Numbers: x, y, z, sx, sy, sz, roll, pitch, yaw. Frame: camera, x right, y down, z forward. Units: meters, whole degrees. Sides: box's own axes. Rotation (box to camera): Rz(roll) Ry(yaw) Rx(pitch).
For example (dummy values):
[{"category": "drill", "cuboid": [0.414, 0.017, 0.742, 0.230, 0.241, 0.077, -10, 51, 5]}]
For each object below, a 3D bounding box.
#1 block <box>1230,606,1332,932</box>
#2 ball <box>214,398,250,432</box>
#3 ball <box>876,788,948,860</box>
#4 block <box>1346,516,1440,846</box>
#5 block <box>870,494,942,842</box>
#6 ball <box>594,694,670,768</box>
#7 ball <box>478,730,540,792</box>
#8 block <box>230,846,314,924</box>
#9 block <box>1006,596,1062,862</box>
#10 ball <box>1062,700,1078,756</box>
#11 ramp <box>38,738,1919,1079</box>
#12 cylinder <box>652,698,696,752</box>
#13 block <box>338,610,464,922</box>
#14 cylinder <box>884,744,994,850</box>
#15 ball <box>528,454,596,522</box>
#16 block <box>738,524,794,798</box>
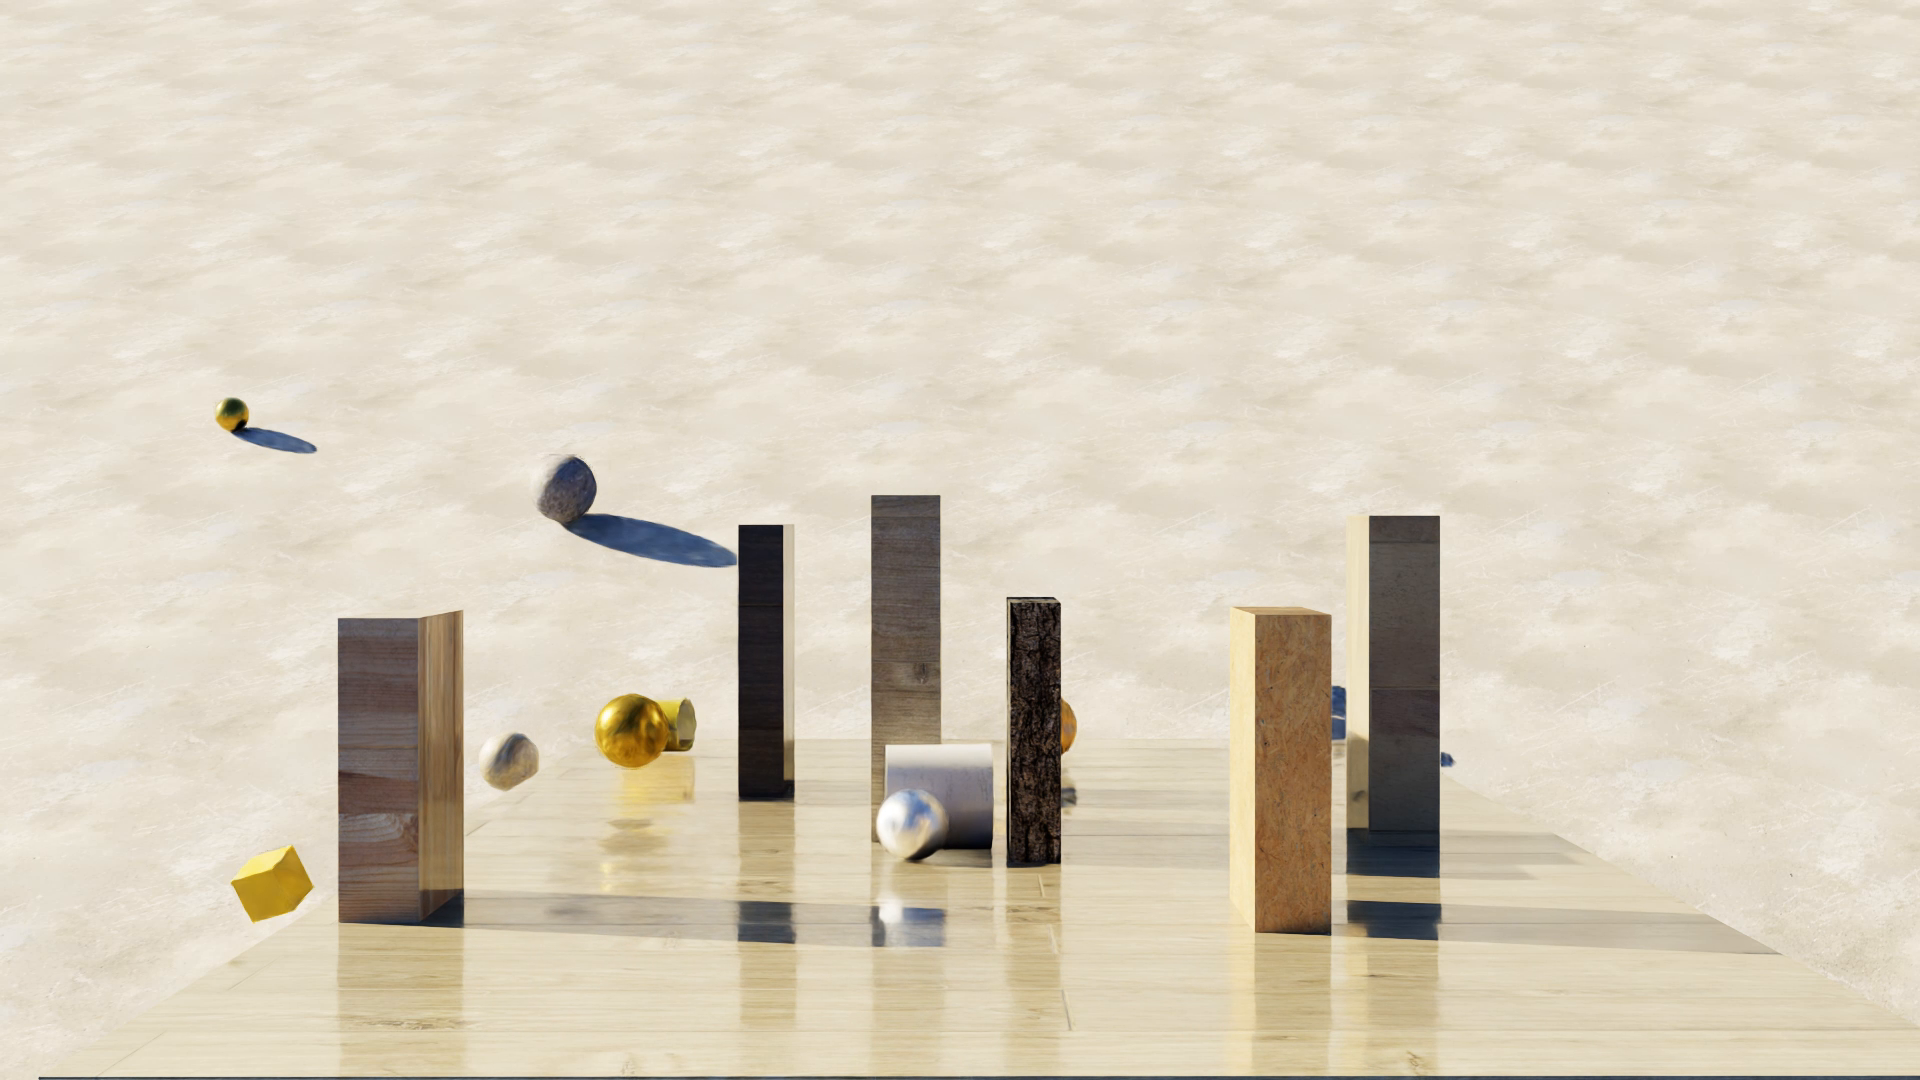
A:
[{"category": "block", "cuboid": [0.454, 0.317, 3.683, 0.105, 0.434, 0.320, 0, 0, 0]}, {"category": "ball", "cuboid": [-2.357, -0.407, 8.371, 0.111, 0.111, 0.111, 0, 29, 0]}, {"category": "ball", "cuboid": [-0.078, 0.470, 4.270, 0.119, 0.119, 0.119, 0, 29, 0]}, {"category": "block", "cuboid": [0.765, 0.241, 4.581, 0.123, 0.570, 0.256, 0, 0, 0]}, {"category": "block", "cuboid": [-0.094, 0.223, 4.711, 0.122, 0.606, 0.412, 0, 0, 0]}, {"category": "ball", "cuboid": [-0.675, 0.393, 5.315, 0.152, 0.152, 0.152, 0, 29, 0]}, {"category": "ball", "cuboid": [-1.115, 0.547, 6.392, 0.150, 0.150, 0.150, 0, 29, 0]}, {"category": "block", "cuboid": [-1.587, 0.794, 5.965, 0.114, 0.114, 0.114, -17, 18, 17]}, {"category": "block", "cuboid": [0.124, 0.315, 4.403, 0.084, 0.426, 0.324, 0, 0, 0]}, {"category": "ball", "cuboid": [0.192, 0.434, 6.004, 0.160, 0.160, 0.160, 0, 29, 0]}, {"category": "ramp", "cuboid": [0.064, 0.576, 4.620, 2.000, 0.100, 4.000, 0, 0, 0]}, {"category": "cylinder", "cuboid": [-0.719, 0.446, 6.217, 0.130, 0.130, 0.130, -1, 28, 15]}, {"category": "block", "cuboid": [-0.814, 0.321, 3.780, 0.113, 0.426, 0.333, 0, 0, 0]}, {"category": "cylinder", "cuboid": [-0.037, 0.439, 4.417, 0.179, 0.179, 0.179, 0, 29, -3]}, {"category": "ball", "cuboid": [-1.201, -0.157, 7.816, 0.203, 0.203, 0.203, 0, 29, 0]}, {"category": "block", "cuboid": [-0.404, 0.243, 5.412, 0.092, 0.553, 0.349, 0, 0, 0]}]
